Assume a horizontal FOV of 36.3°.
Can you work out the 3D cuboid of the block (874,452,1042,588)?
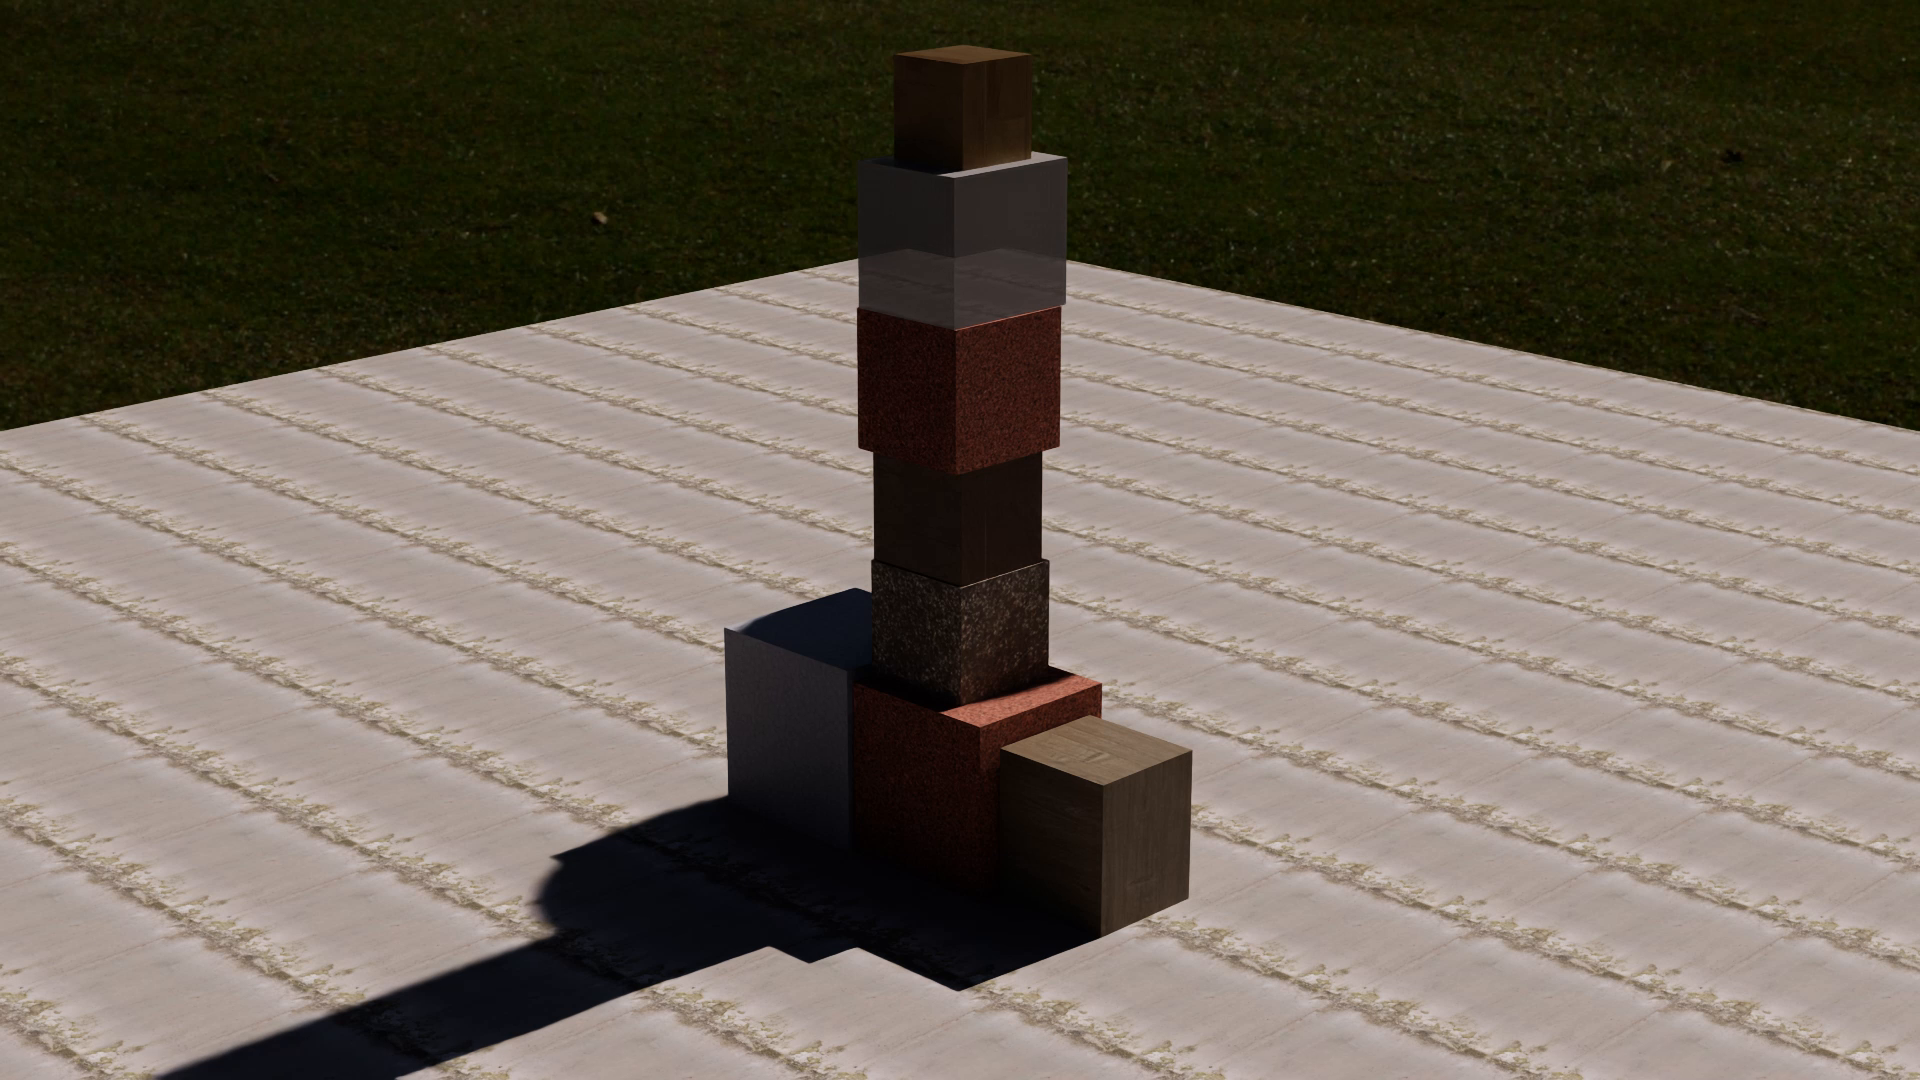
[{"bbox_3d":[-0.010,-0.160,13.281,0.514,0.535,0.566,-17,24,-42],"label":"block"}]

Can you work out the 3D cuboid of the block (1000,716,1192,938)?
[{"bbox_3d":[0.604,1.269,13.111,0.588,0.717,0.619,-17,24,-42],"label":"block"}]

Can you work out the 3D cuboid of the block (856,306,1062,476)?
[{"bbox_3d":[-0.004,-0.726,13.110,0.661,0.647,0.624,-17,24,-42],"label":"block"}]

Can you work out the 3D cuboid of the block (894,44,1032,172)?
[{"bbox_3d":[0.012,-1.886,12.762,0.422,0.456,0.424,-17,24,-42],"label":"block"}]

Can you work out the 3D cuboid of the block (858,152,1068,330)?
[{"bbox_3d":[0.012,-1.353,12.929,0.703,0.659,0.600,-17,24,-42],"label":"block"}]

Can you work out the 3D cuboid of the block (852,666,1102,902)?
[{"bbox_3d":[0.080,1.056,13.576,0.796,0.845,0.822,-17,24,-42],"label":"block"}]

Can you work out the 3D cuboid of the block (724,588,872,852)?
[{"bbox_3d":[-0.520,0.847,14.146,0.858,0.901,0.863,-17,24,-42],"label":"block"}]

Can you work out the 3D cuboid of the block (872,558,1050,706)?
[{"bbox_3d":[0.002,0.358,13.456,0.572,0.559,0.580,-17,24,-42],"label":"block"}]
